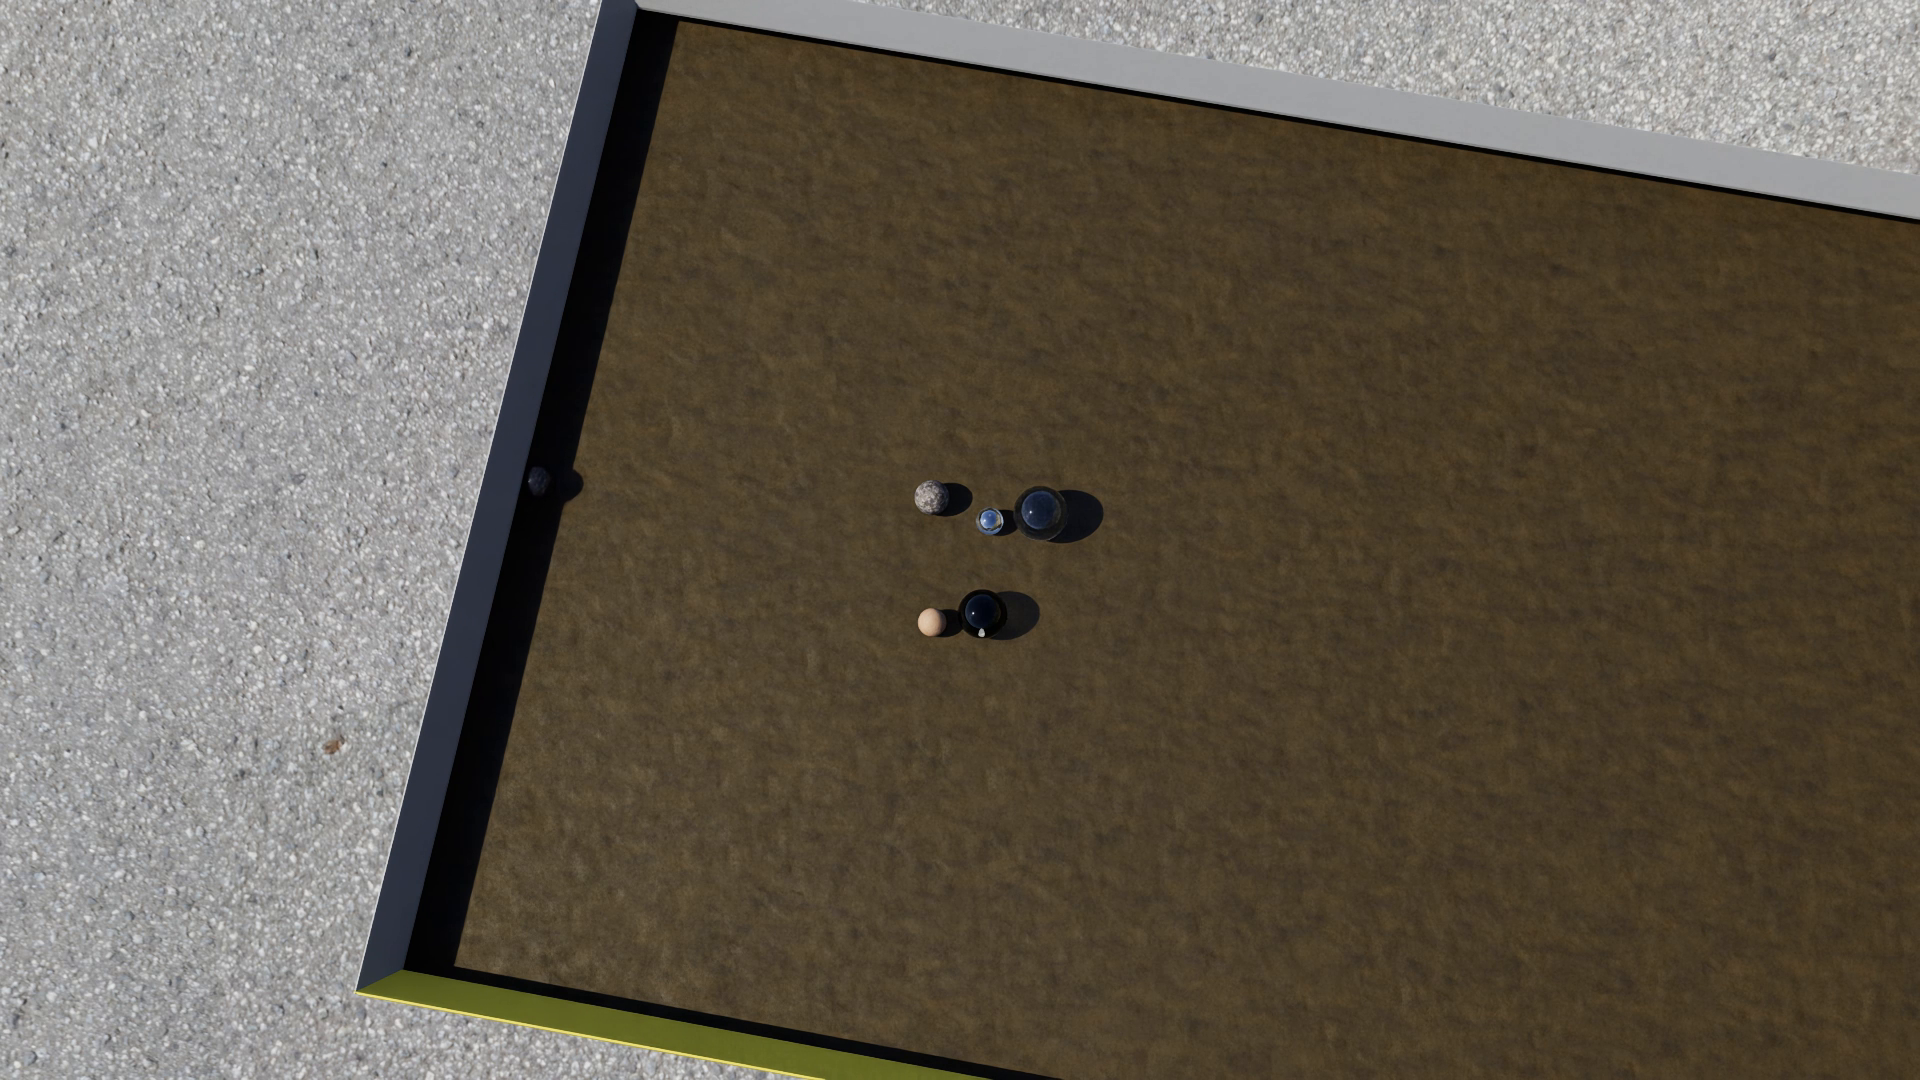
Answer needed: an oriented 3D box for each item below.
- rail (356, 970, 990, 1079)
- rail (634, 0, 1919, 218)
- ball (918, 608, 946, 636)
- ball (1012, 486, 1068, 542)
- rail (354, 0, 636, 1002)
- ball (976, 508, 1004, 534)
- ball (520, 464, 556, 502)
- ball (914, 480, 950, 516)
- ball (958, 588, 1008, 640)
[{"bbox_3d":[0.565,0.878,3.091,2.877,0.110,0.045,10,75,3],"label":"rail"},{"bbox_3d":[0.851,-0.645,3.506,2.877,0.110,0.045,10,75,3],"label":"rail"},{"bbox_3d":[-0.042,0.125,3.331,0.044,0.044,0.044,0,75,0],"label":"ball"},{"bbox_3d":[0.123,-0.041,3.355,0.085,0.085,0.085,0,75,0],"label":"ball"},{"bbox_3d":[-0.685,-0.126,3.364,0.045,0.110,1.652,10,75,3],"label":"rail"},{"bbox_3d":[0.046,-0.029,3.374,0.042,0.042,0.042,0,75,0],"label":"ball"},{"bbox_3d":[-0.650,-0.089,3.383,0.057,0.057,0.057,0,75,0],"label":"ball"},{"bbox_3d":[-0.043,-0.065,3.378,0.054,0.054,0.054,0,75,0],"label":"ball"},{"bbox_3d":[0.034,0.112,3.318,0.076,0.076,0.076,0,75,0],"label":"ball"}]
